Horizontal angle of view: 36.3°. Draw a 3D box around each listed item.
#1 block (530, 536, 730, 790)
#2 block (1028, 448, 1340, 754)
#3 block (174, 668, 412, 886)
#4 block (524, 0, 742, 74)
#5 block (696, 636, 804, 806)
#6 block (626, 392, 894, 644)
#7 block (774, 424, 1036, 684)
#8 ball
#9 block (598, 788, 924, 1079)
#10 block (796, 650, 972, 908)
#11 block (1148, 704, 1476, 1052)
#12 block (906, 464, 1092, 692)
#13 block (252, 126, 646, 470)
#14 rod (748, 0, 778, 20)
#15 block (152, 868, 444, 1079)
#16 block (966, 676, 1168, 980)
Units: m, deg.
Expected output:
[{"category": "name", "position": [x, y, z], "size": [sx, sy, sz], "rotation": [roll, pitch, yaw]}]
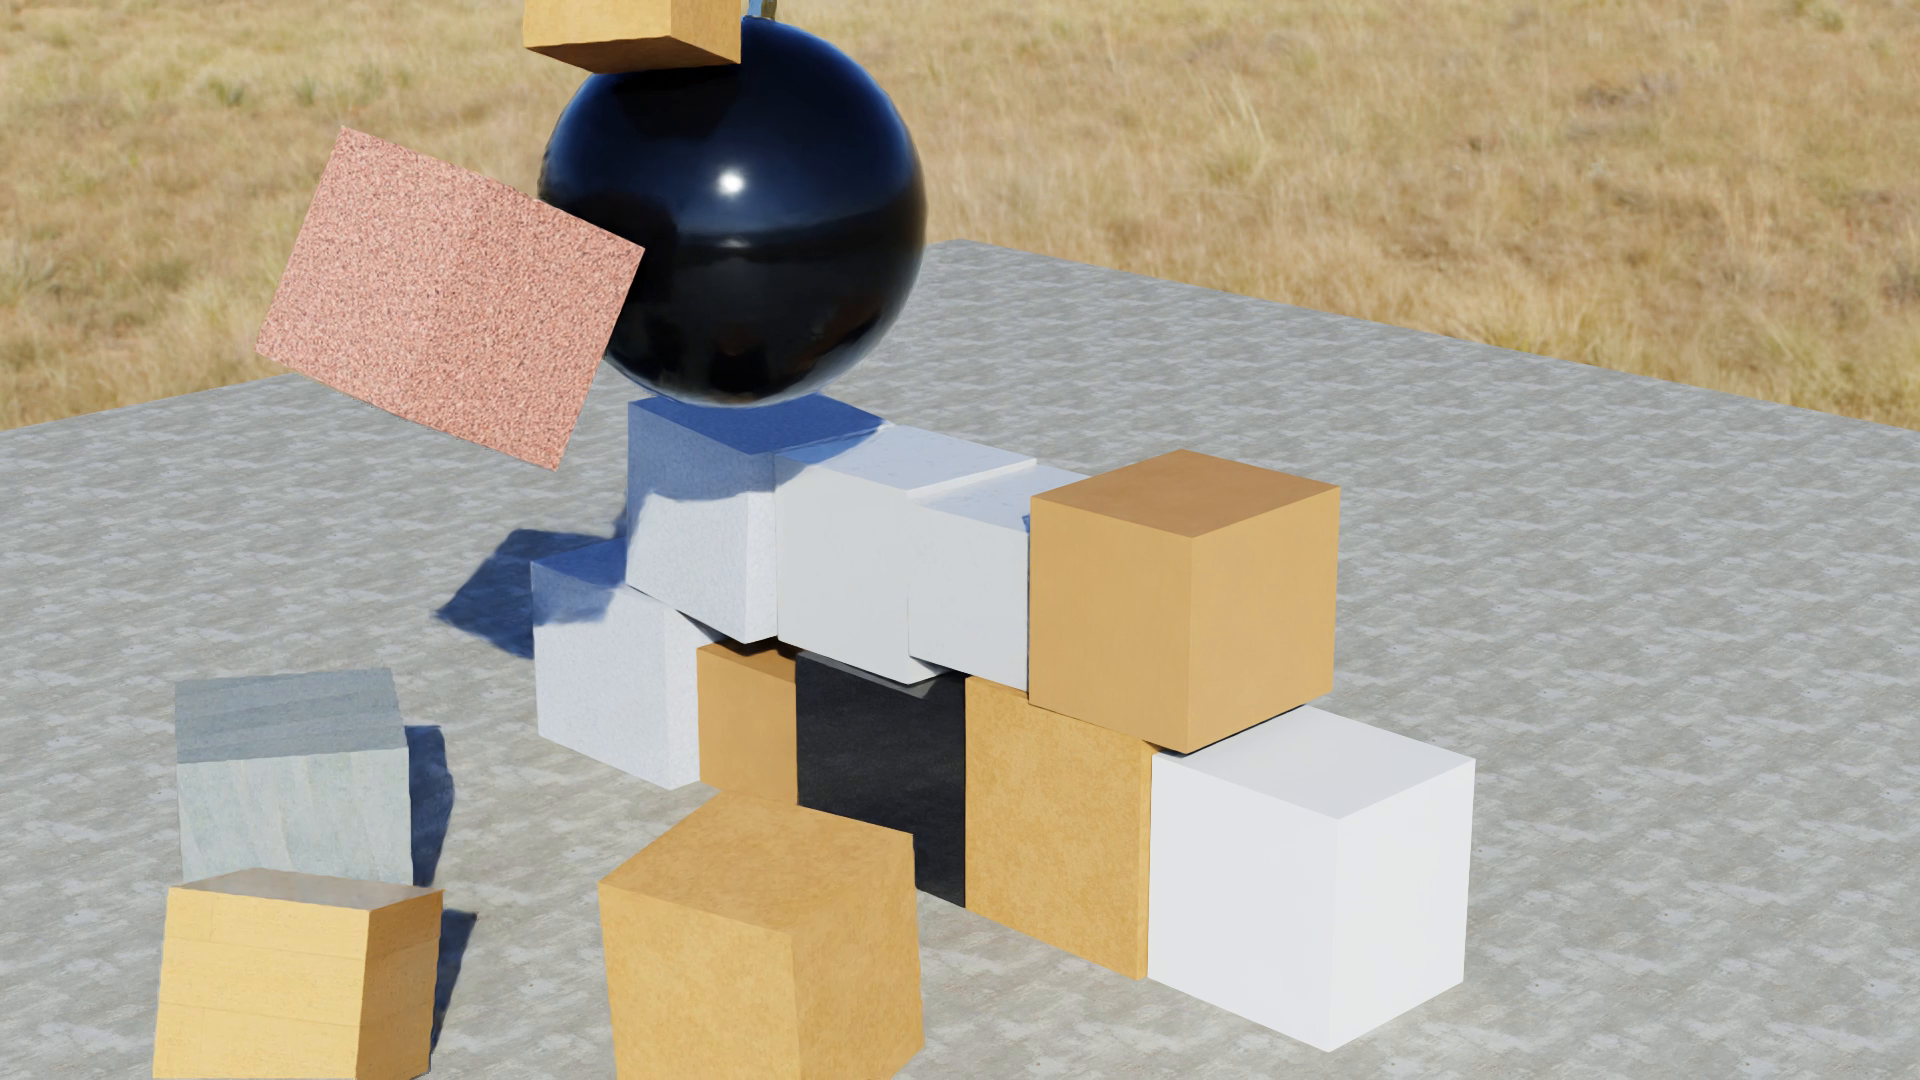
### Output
[{"category": "block", "position": [-1.429, 0.559, 14.998], "size": [1.056, 0.940, 1.059], "rotation": [-17, 24, -42]}, {"category": "block", "position": [0.948, 0.234, 12.409], "size": [0.859, 0.919, 1.000], "rotation": [16, 23, 40]}, {"category": "block", "position": [-2.927, 1.176, 12.858], "size": [0.949, 0.897, 0.935], "rotation": [-3, 20, -15]}, {"category": "block", "position": [-1.232, -2.132, 11.103], "size": [0.631, 0.600, 0.538], "rotation": [0, -2, 24]}, {"category": "block", "position": [-0.724, 0.878, 14.384], "size": [0.727, 0.700, 0.873], "rotation": [-17, 24, -42]}, {"category": "block", "position": [-0.977, -0.172, 14.227], "size": [0.875, 0.937, 0.953], "rotation": [-15, 27, -39]}, {"category": "block", "position": [-0.252, 0.047, 13.604], "size": [0.813, 0.901, 0.894], "rotation": [-15, 22, -42]}, {"category": "ball", "position": [-0.927, -1.329, 11.952], "size": [1.600, 1.600, 1.600], "rotation": [0, 17, 0]}, {"category": "block", "position": [-0.753, 1.651, 11.346], "size": [0.873, 0.956, 0.852], "rotation": [11, 26, 29]}, {"category": "block", "position": [-0.026, 0.983, 13.671], "size": [0.981, 0.928, 1.102], "rotation": [-17, 24, -42]}, {"category": "block", "position": [1.462, 1.379, 12.271], "size": [0.913, 1.011, 0.971], "rotation": [-17, 24, -42]}, {"category": "block", "position": [0.343, 0.156, 13.009], "size": [0.777, 0.710, 0.855], "rotation": [15, 23, 43]}, {"category": "block", "position": [-1.899, -0.896, 10.920], "size": [0.862, 0.899, 0.836], "rotation": [22, 1, 38]}, {"category": "rod", "position": [-0.402, -4.652, 11.458], "size": [0.080, 5.200, 0.080], "rotation": [17, 11, 42]}, {"category": "block", "position": [-2.543, 1.705, 11.331], "size": [0.805, 0.721, 0.762], "rotation": [5, 0, 11]}, {"category": "block", "position": [0.749, 1.125, 12.935], "size": [1.023, 1.097, 1.026], "rotation": [17, 24, 42]}]
